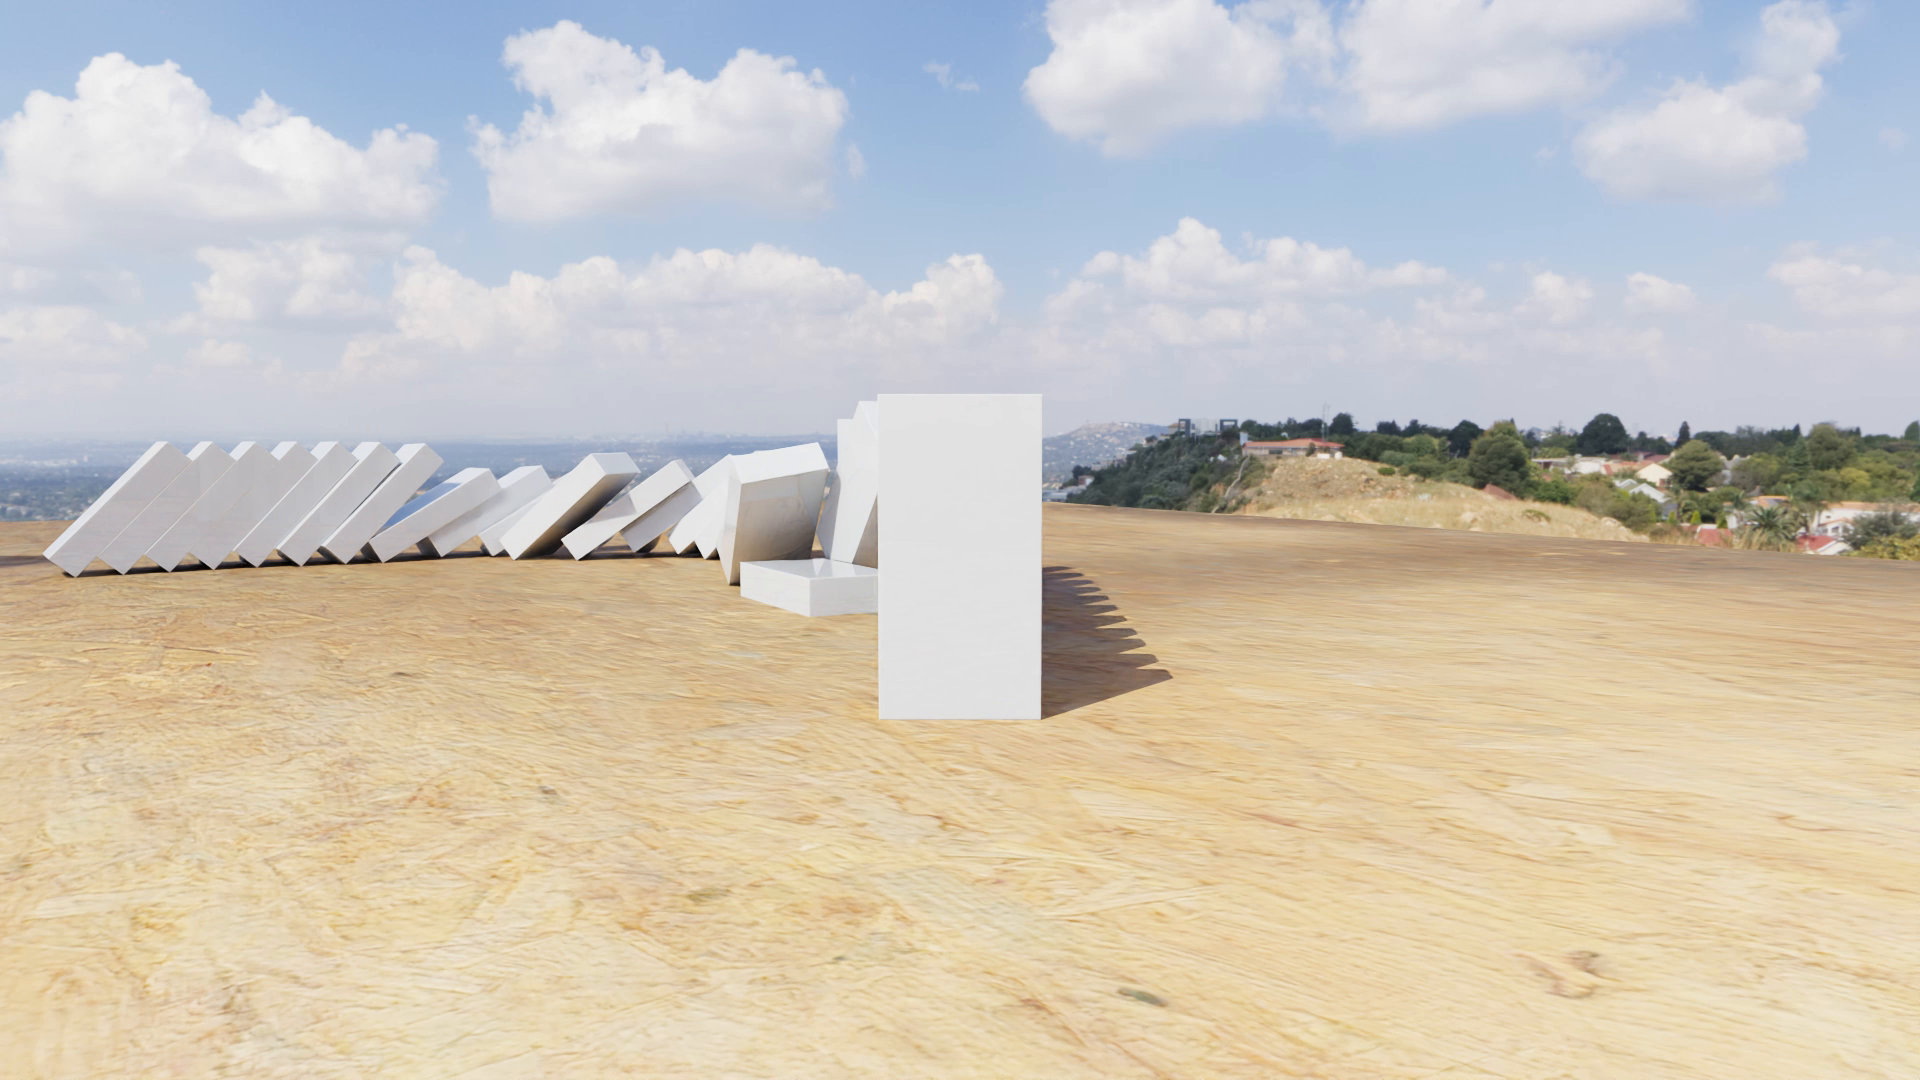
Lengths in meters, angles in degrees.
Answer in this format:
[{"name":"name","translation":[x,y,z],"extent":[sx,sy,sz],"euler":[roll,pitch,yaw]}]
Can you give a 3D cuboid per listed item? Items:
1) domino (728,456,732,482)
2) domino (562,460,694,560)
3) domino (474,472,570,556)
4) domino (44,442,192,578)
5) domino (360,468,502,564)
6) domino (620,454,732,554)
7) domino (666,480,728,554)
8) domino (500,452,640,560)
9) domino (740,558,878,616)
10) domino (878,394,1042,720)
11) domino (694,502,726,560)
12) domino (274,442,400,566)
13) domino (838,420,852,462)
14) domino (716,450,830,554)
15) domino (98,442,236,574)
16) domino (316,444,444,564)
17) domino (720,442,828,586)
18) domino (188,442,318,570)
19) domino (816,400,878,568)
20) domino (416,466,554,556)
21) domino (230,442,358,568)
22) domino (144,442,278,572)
[{"name":"domino","translation":[-0.058,-0.007,0.393],"extent":[0.025,0.009,0.050],"euler":[-6,-34,-16]},{"name":"domino","translation":[-0.123,-0.012,0.480],"extent":[0.050,0.009,0.025],"euler":[-36,7,-2]},{"name":"domino","translation":[-0.164,-0.012,0.499],"extent":[0.050,0.009,0.025],"euler":[-36,18,-22]},{"name":"domino","translation":[-0.279,-0.011,0.424],"extent":[0.025,0.050,0.010],"euler":[5,-36,51]},{"name":"domino","translation":[-0.199,-0.010,0.479],"extent":[0.050,0.010,0.025],"euler":[-39,26,-30]},{"name":"domino","translation":[-0.104,-0.013,0.489],"extent":[0.050,0.010,0.025],"euler":[-36,1,-2]},{"name":"domino","translation":[-0.084,-0.014,0.482],"extent":[0.050,0.009,0.025],"euler":[-39,-12,16]},{"name":"domino","translation":[-0.144,-0.013,0.474],"extent":[0.050,0.010,0.025],"euler":[-40,-6,15]},{"name":"domino","translation":[-0.038,0.012,0.343],"extent":[0.025,0.010,0.050],"euler":[-2,5,-29]},{"name":"domino","translation":[0.000,0.002,0.201],"extent":[0.025,0.050,0.009],"euler":[0,4,0]},{"name":"domino","translation":[-0.073,-0.012,0.469],"extent":[0.050,0.010,0.025],"euler":[-44,-22,30]},{"name":"domino","translation":[-0.226,-0.014,0.462],"extent":[0.025,0.050,0.009],"euler":[5,-36,51]},{"name":"domino","translation":[-0.025,-0.012,0.393],"extent":[0.025,0.050,0.009],"euler":[3,5,33]},{"name":"domino","translation":[-0.066,-0.011,0.451],"extent":[0.025,0.009,0.050],"euler":[-3,-36,-32]},{"name":"domino","translation":[-0.269,-0.012,0.433],"extent":[0.025,0.050,0.010],"euler":[6,-35,51]},{"name":"domino","translation":[-0.213,-0.014,0.467],"extent":[0.025,0.050,0.009],"euler":[4,-39,50]},{"name":"domino","translation":[-0.055,-0.007,0.373],"extent":[0.025,0.009,0.050],"euler":[-12,-31,-22]},{"name":"domino","translation":[-0.249,-0.013,0.450],"extent":[0.025,0.050,0.010],"euler":[5,-36,51]},{"name":"domino","translation":[-0.026,-0.011,0.358],"extent":[0.010,0.050,0.025],"euler":[-2,46,-28]},{"name":"domino","translation":[-0.184,-0.012,0.493],"extent":[0.050,0.009,0.025],"euler":[-39,24,-30]},{"name":"domino","translation":[-0.239,-0.013,0.457],"extent":[0.025,0.050,0.009],"euler":[5,-36,51]},{"name":"domino","translation":[-0.259,-0.012,0.441],"extent":[0.025,0.050,0.009],"euler":[5,-36,51]}]
